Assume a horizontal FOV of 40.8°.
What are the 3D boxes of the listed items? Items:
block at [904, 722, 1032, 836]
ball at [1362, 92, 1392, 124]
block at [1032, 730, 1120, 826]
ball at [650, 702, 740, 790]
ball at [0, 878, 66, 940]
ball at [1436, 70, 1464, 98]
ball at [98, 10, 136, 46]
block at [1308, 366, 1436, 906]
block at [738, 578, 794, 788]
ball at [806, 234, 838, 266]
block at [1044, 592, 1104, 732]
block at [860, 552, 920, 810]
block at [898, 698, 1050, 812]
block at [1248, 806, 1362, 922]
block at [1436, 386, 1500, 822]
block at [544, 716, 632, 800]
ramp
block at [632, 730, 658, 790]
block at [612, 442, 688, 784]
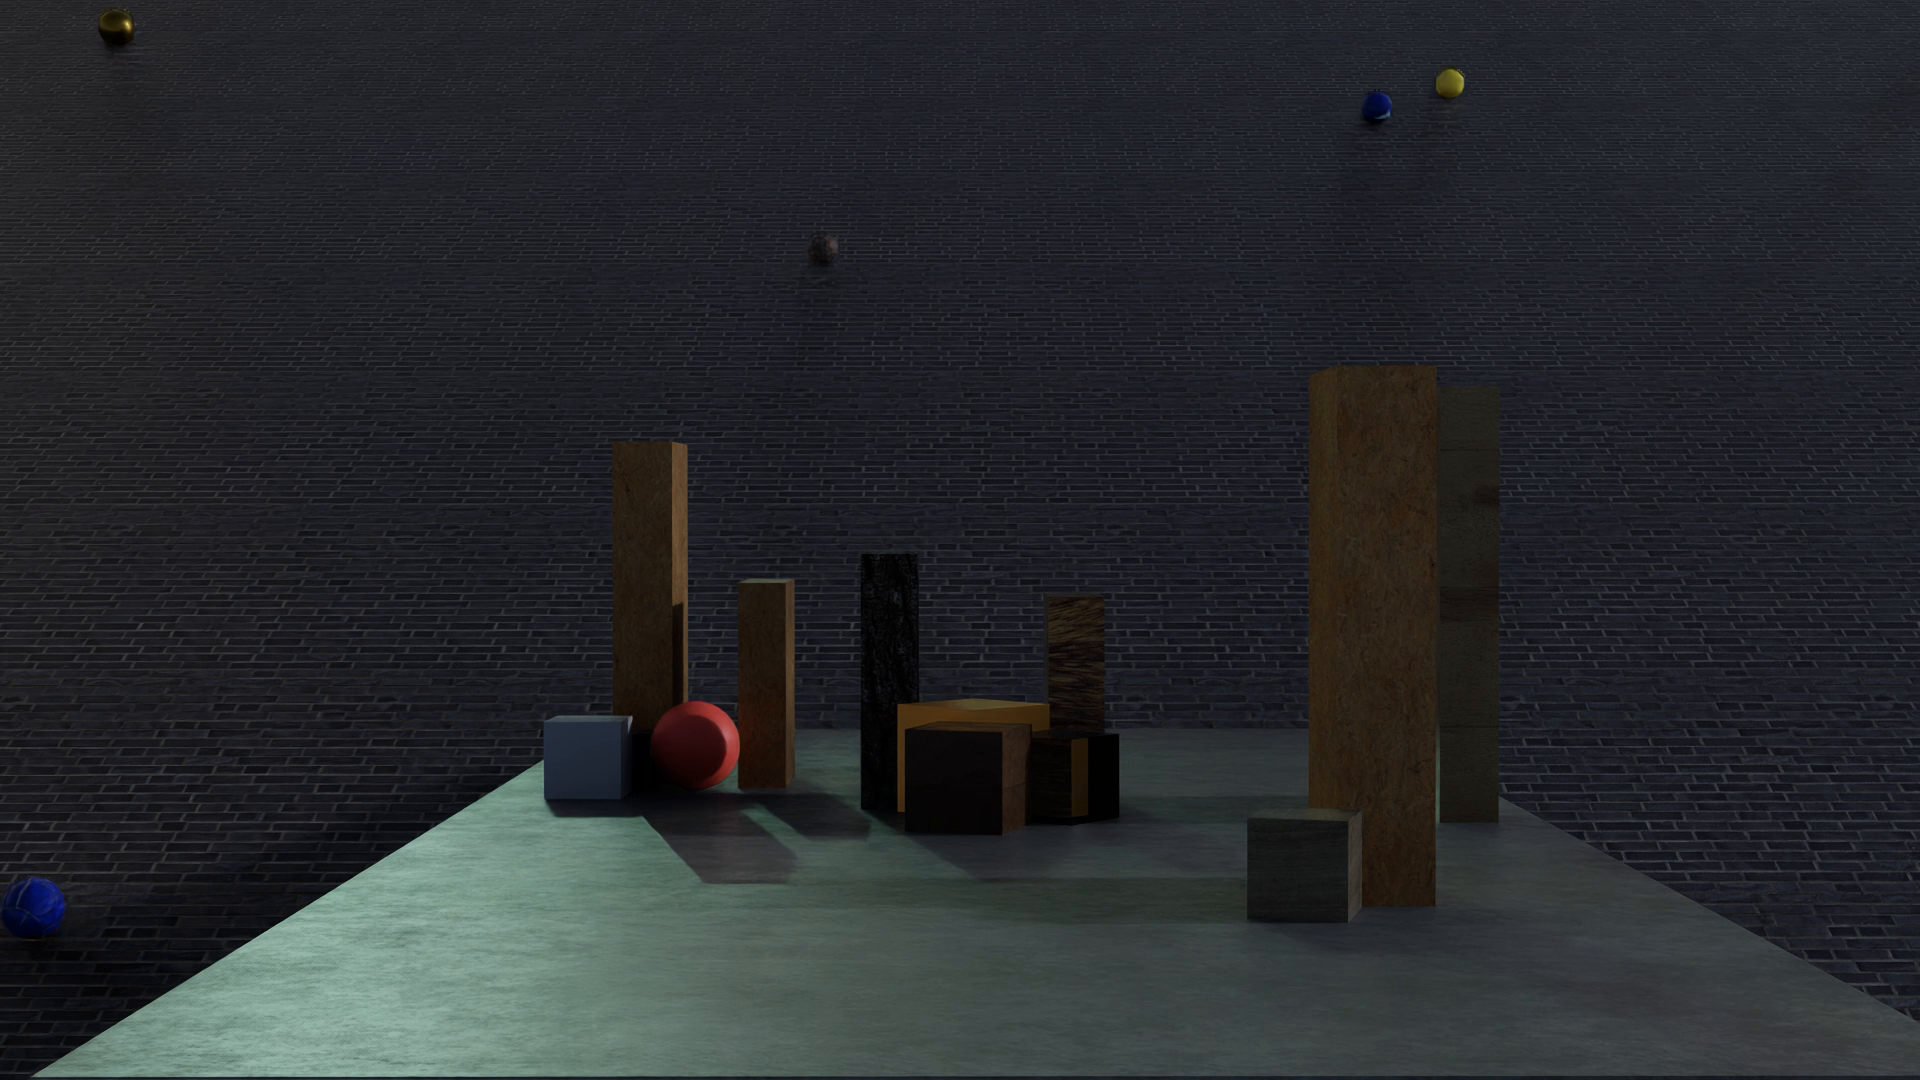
[{"bbox_3d":[0.016,0.422,4.602,0.180,0.180,0.180,0,1,18],"label":"block"},{"bbox_3d":[1.795,-1.861,11.121,0.134,0.134,0.134,0,28,0],"label":"ball"},{"bbox_3d":[0.185,0.433,4.727,0.154,0.154,0.154,1,1,37],"label":"block"},{"bbox_3d":[-0.532,0.414,5.198,0.179,0.179,0.179,0,28,0],"label":"ball"},{"bbox_3d":[-2.132,0.848,5.943,0.141,0.141,0.141,0,28,0],"label":"ball"},{"bbox_3d":[2.167,-2.018,11.428,0.128,0.128,0.128,0,28,0],"label":"ball"},{"bbox_3d":[-3.954,-2.400,12.112,0.169,0.169,0.169,0,28,0],"label":"ball"},{"bbox_3d":[0.609,0.135,3.834,0.142,0.773,0.290,0,1,0],"label":"block"},{"bbox_3d":[-0.401,0.293,5.375,0.097,0.416,0.288,0,1,0],"label":"block"},{"bbox_3d":[-0.514,-1.085,9.656,0.119,0.119,0.119,0,28,0],"label":"ball"},{"bbox_3d":[0.218,0.305,4.980,0.105,0.402,0.294,0,1,0],"label":"block"},{"bbox_3d":[-0.134,0.265,5.007,0.106,0.482,0.271,0,1,0],"label":"block"},{"bbox_3d":[0.025,0.408,4.836,0.201,0.201,0.201,-1,1,-44],"label":"block"},{"bbox_3d":[0.486,0.455,3.636,0.140,0.140,0.140,0,1,16],"label":"block"},{"bbox_3d":[0.919,0.114,4.873,0.107,0.787,0.425,0,1,0],"label":"block"},{"bbox_3d":[-0.736,0.429,5.118,0.151,0.151,0.151,0,1,1],"label":"block"},{"bbox_3d":[0.062,0.562,4.600,2.000,0.100,4.000,0,1,0],"label":"ramp"},{"bbox_3d":[-0.678,0.447,5.249,0.112,0.112,0.112,0,1,1],"label":"block"},{"bbox_3d":[-0.652,0.148,5.454,0.123,0.704,0.305,0,1,0],"label":"block"}]
